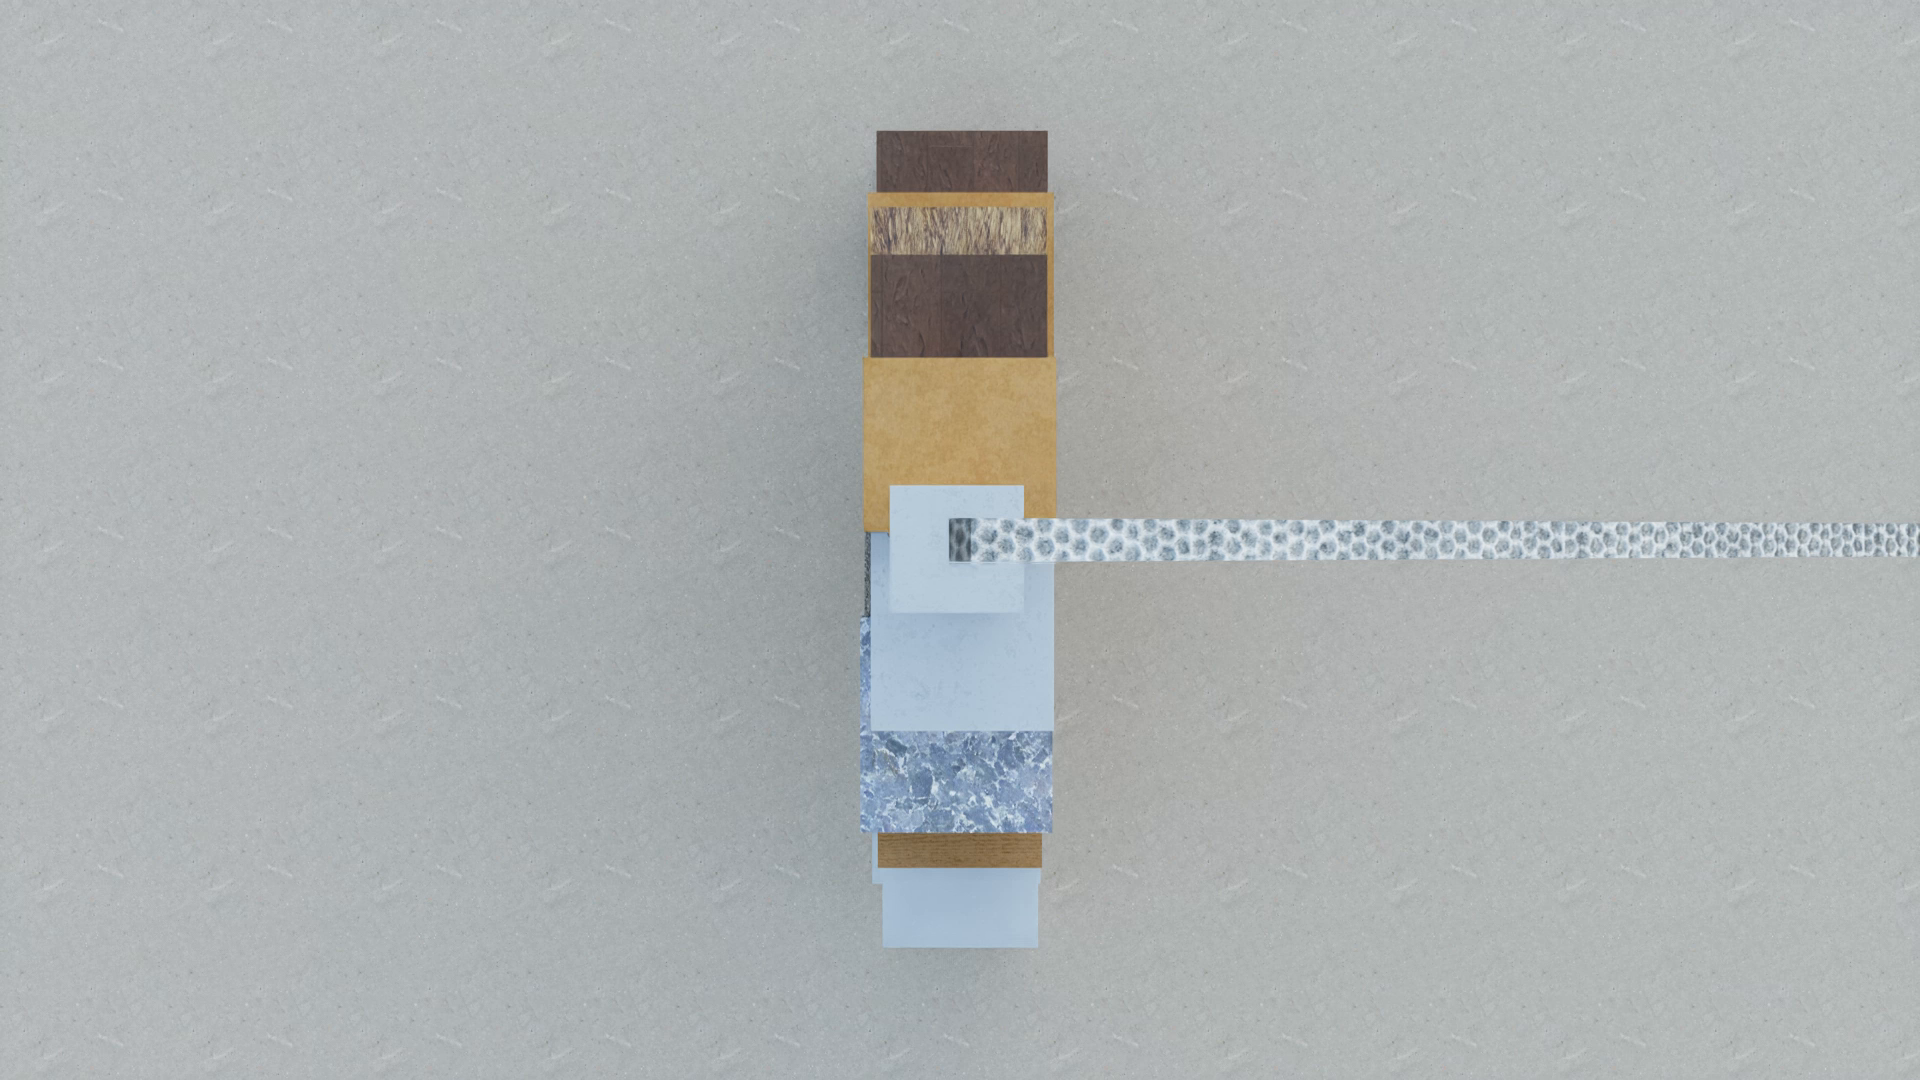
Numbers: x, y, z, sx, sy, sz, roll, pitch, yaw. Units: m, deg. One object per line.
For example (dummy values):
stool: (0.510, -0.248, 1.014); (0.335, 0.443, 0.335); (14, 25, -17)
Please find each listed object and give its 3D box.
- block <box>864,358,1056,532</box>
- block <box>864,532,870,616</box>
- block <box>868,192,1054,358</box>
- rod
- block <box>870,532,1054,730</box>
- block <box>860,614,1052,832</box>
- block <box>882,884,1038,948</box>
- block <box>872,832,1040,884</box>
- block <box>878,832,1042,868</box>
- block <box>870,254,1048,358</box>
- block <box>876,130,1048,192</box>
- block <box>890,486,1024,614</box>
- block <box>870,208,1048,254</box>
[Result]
block: (-0.001, -0.370, 8.899); (0.744, 0.837, 0.669); (0, 90, 0)
block: (-0.016, -0.068, 9.829); (0.787, 0.800, 0.774); (0, 91, 0)
block: (0.003, -1.287, 11.529); (0.935, 0.992, 0.921); (0, 90, 0)
rod: (2.234, 0.000, 5.355); (5.200, 0.080, 0.080); (0, 90, -31)
block: (0.010, 0.357, 8.982); (0.714, 0.809, 0.776); (0, 90, 0)
block: (-0.015, 0.787, 9.827); (0.821, 0.875, 0.921); (0, 90, 0)
block: (0.002, 1.772, 12.541); (0.853, 0.917, 0.933); (0, 90, 0)
block: (-0.018, 1.299, 11.643); (0.856, 0.880, 0.905); (0, 90, 0)
block: (-0.002, 1.192, 10.818); (0.780, 0.769, 0.730); (0, 90, 0)
block: (-0.004, -0.839, 9.747); (0.749, 0.865, 0.747); (0, 90, 0)
block: (0.012, -1.797, 12.512); (0.937, 0.976, 0.883); (0, 90, 0)
block: (-0.011, 0.030, 8.268); (0.491, 0.432, 0.467); (0, 91, 0)
block: (-0.005, -1.189, 10.605); (0.815, 0.857, 0.710); (0, 90, 0)
